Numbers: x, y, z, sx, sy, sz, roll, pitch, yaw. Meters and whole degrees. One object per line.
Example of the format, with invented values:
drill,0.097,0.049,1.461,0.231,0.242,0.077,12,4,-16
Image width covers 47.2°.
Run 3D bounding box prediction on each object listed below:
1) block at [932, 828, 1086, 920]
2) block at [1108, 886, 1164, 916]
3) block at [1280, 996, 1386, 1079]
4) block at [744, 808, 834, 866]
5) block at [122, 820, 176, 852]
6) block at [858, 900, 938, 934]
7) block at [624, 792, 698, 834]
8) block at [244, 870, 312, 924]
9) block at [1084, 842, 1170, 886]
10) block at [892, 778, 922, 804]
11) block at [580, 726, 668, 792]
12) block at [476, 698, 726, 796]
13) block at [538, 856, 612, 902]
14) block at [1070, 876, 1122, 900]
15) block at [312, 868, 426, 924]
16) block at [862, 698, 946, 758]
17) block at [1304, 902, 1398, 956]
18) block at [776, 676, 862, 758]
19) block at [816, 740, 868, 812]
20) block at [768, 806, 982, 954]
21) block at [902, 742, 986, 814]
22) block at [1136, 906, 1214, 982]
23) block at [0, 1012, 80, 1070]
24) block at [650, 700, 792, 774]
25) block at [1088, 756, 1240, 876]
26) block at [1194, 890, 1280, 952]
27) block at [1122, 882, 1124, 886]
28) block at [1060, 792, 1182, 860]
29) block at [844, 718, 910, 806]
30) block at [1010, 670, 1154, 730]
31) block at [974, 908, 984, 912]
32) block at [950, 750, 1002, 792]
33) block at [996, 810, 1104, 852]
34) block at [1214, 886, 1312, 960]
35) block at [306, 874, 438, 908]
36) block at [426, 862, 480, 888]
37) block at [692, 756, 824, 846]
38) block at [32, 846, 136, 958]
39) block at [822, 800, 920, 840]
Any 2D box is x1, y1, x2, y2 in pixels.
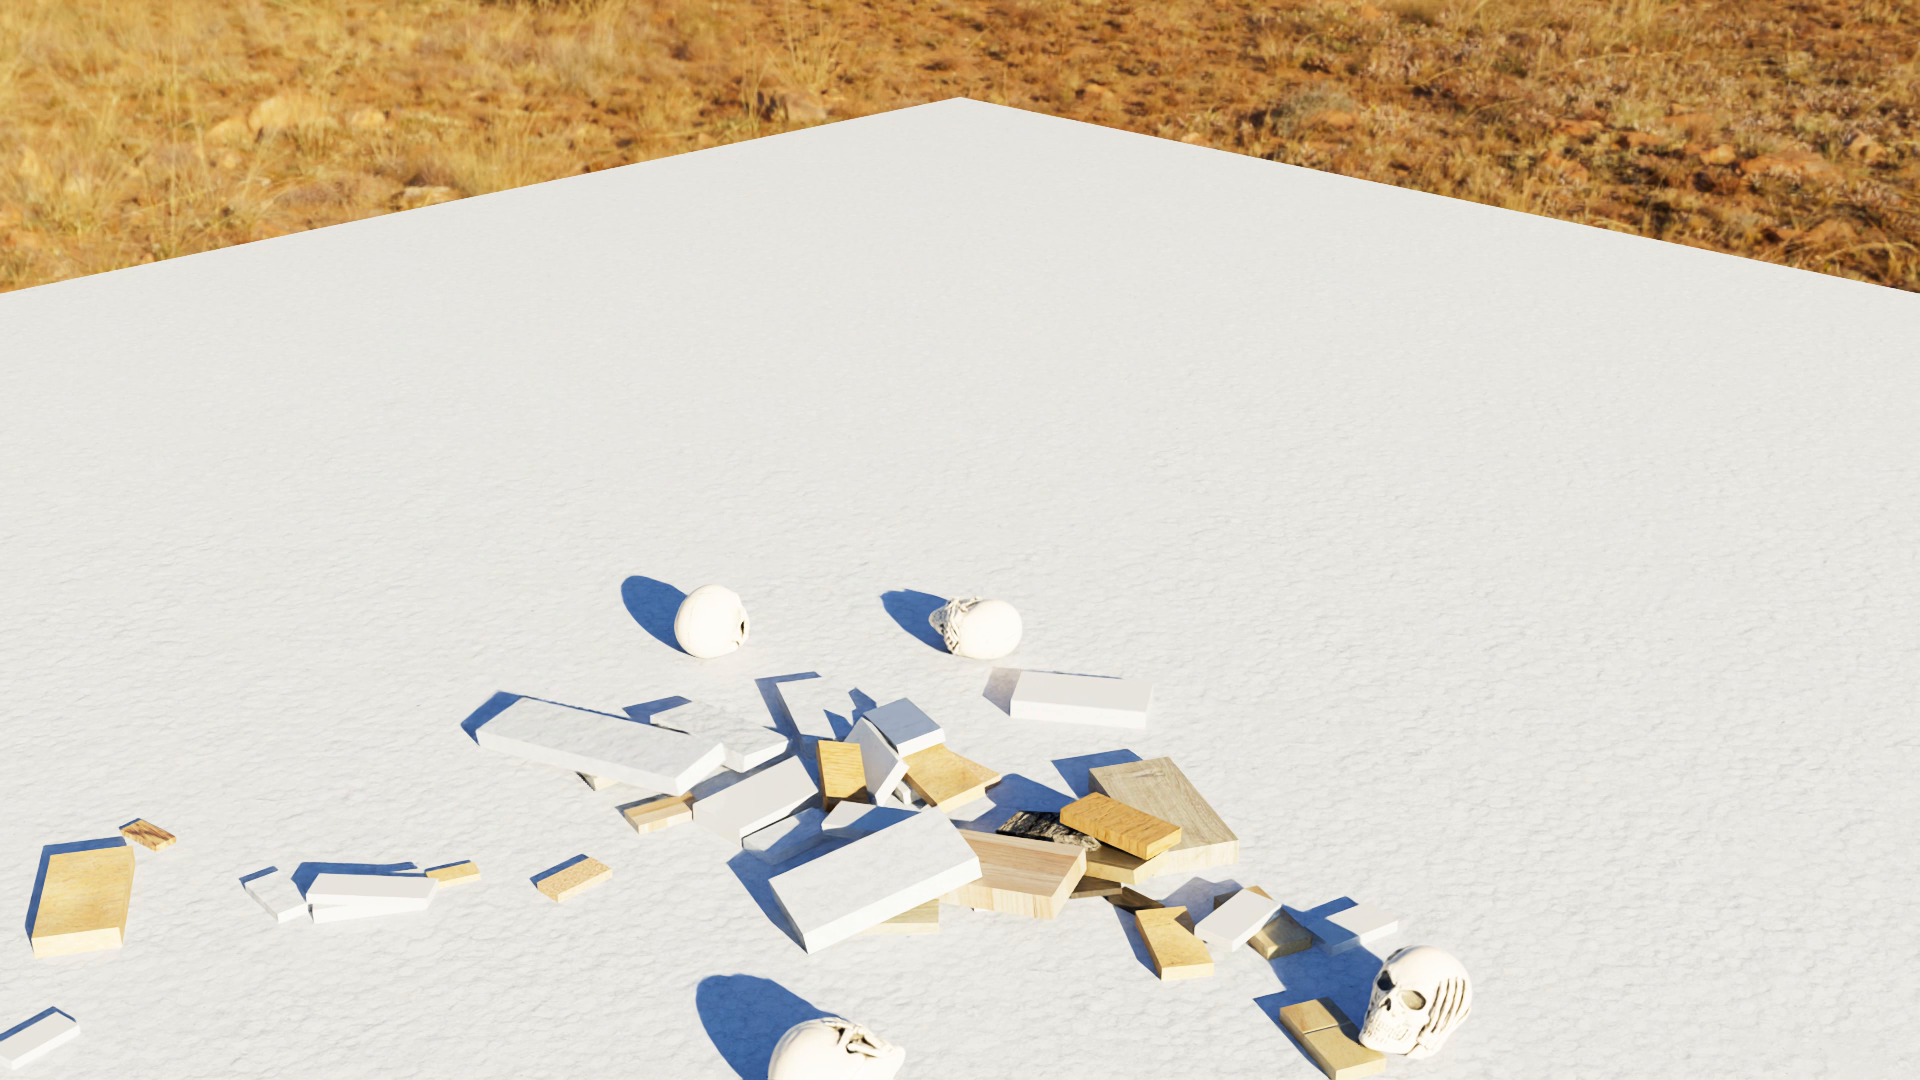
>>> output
block,0.004,0.621,4.178,0.436,0.050,0.177,5,26,23
block,0.332,0.684,4.132,0.097,0.014,0.049,21,31,40
block,0.631,0.847,3.730,0.095,0.027,0.190,-9,25,-20
block,-0.331,0.585,4.349,0.178,0.025,0.088,-21,31,-40
block,-1.609,0.587,4.361,0.111,0.013,0.047,16,28,33
block,-0.120,0.699,4.083,0.162,0.023,0.081,0,23,0
block,-0.596,0.551,4.437,0.143,0.020,0.072,-13,26,-29
block,-1.284,0.672,4.150,0.072,0.020,0.143,-19,29,-37
block,0.283,0.611,4.217,0.212,0.030,0.106,4,19,43
block,-0.117,0.469,4.580,0.105,0.030,0.211,-22,32,-20
block,-0.690,0.455,4.605,0.203,0.029,0.102,-21,27,-24
block,-0.757,0.428,4.602,0.567,0.042,0.149,8,30,34
block,-0.736,0.650,4.207,0.064,0.018,0.128,20,30,39
block,0.258,0.656,4.169,0.097,0.014,0.049,-7,27,6
block,-1.112,0.670,4.145,0.203,0.029,0.102,-6,24,-13
block,-0.119,0.393,4.633,0.102,0.029,0.250,-20,17,-14
block,0.719,0.715,4.048,0.158,0.022,0.079,-14,27,-29
block,-0.302,0.383,4.805,0.143,0.040,0.285,-7,24,-15
block,-0.240,0.485,4.489,0.088,0.025,0.176,7,39,-17
block,-0.158,0.629,4.093,0.354,0.050,0.177,-22,35,-16
block,-0.048,0.479,4.484,0.105,0.030,0.211,-22,32,-21
block,0.389,0.733,4.000,0.095,0.027,0.190,-4,23,-9
block,-1.570,0.850,3.734,0.064,0.018,0.128,16,28,32
block,-0.512,0.419,4.699,0.285,0.040,0.143,18,22,36
block,0.403,0.549,4.402,0.177,0.050,0.354,-7,24,-16
block,0.509,0.695,4.024,0.081,0.023,0.162,18,29,36
block,0.290,0.639,4.238,0.049,0.014,0.097,2,23,4
block,0.308,0.549,4.233,0.212,0.030,0.106,19,26,39
block,-0.185,0.460,4.548,0.030,0.105,0.211,32,5,-32
block,0.272,0.354,4.873,0.297,0.042,0.148,4,23,10
block,0.099,0.666,4.161,0.157,0.022,0.079,-3,23,-7
block,-0.005,0.483,4.593,0.174,0.022,0.079,21,30,40
block,0.189,0.570,4.315,0.212,0.030,0.106,-1,16,29
block,0.559,0.706,4.063,0.095,0.027,0.190,-10,25,-23
block,-1.098,0.656,4.115,0.228,0.020,0.072,2,23,4
block,-0.973,0.645,4.224,0.094,0.013,0.047,-10,25,-22
block,-0.386,0.527,4.467,0.143,0.040,0.285,20,30,39
block,-1.638,0.674,4.119,0.148,0.042,0.297,-6,24,-13
block,-0.170,0.551,4.283,0.176,0.025,0.088,5,26,23
